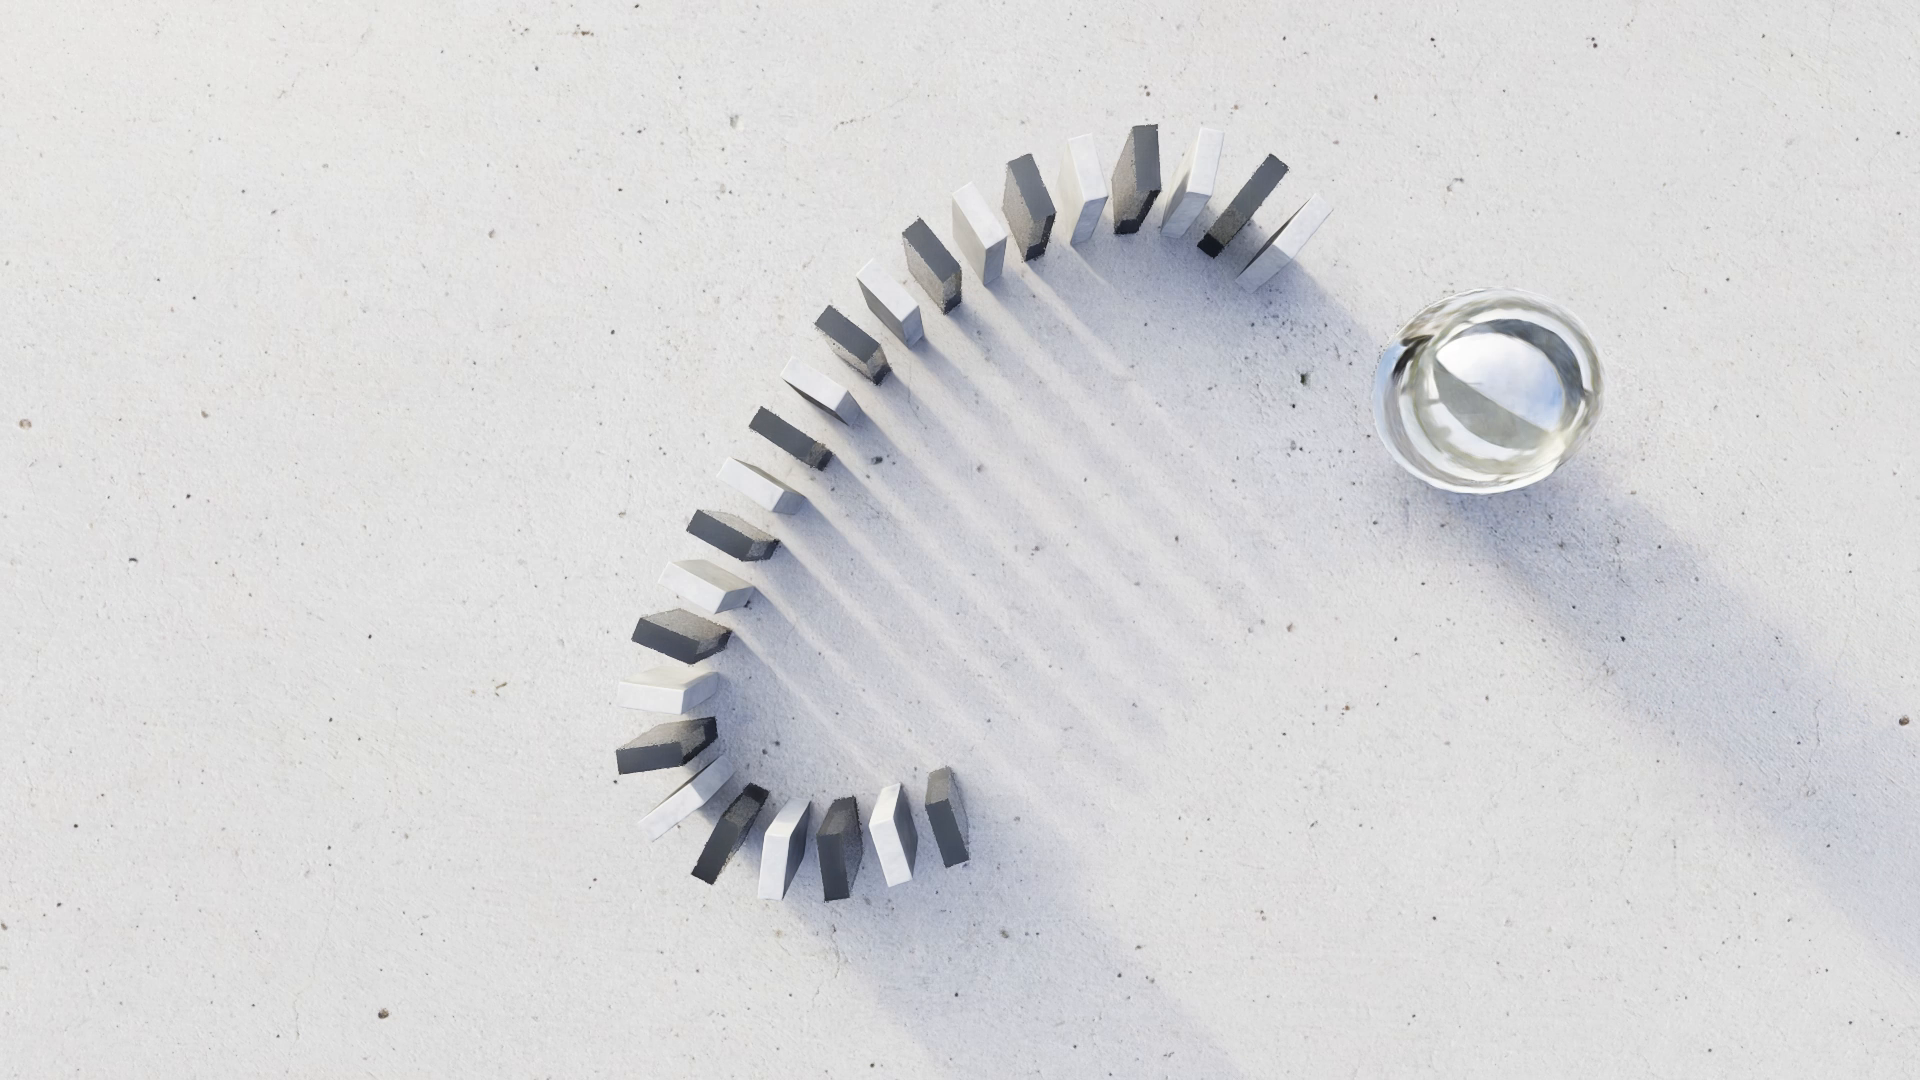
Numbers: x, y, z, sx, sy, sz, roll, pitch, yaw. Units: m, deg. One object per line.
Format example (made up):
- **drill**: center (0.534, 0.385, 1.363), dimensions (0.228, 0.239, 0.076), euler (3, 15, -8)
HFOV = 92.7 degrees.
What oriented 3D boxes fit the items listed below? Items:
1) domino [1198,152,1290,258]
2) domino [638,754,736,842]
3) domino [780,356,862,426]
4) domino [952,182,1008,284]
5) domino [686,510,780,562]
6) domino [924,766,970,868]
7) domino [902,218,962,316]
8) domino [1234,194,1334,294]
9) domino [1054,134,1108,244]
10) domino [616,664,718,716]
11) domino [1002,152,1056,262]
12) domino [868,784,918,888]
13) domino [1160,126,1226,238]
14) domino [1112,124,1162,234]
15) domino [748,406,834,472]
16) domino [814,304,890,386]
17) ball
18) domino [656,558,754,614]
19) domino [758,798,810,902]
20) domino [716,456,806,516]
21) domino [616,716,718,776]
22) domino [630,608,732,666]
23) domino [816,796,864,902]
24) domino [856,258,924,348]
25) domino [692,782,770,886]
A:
- **domino**: center (0.115, -0.135, 0.375), dimensions (0.010, 0.050, 0.025), euler (38, 90, 0)
- **domino**: center (-0.110, 0.104, 0.375), dimensions (0.025, 0.050, 0.010), euler (-37, 90, 0)
- **domino**: center (-0.056, -0.060, 0.375), dimensions (0.025, 0.050, 0.010), euler (32, 90, 0)
- **domino**: center (0.008, -0.124, 0.375), dimensions (0.009, 0.050, 0.025), euler (-32, 90, 0)
- **domino**: center (-0.092, -0.002, 0.375), dimensions (0.025, 0.050, 0.009), euler (29, 90, 0)
- **domino**: center (-0.005, 0.112, 0.375), dimensions (0.010, 0.050, 0.025), euler (-19, 90, 0)
- **domino**: center (-0.011, -0.111, 0.375), dimensions (0.009, 0.050, 0.025), euler (-39, 90, 0)
- **domino**: center (0.131, -0.120, 0.375), dimensions (0.010, 0.050, 0.025), euler (40, 90, 0)
- **domino**: center (0.049, -0.142, 0.375), dimensions (0.009, 0.050, 0.025), euler (-15, 90, 0)
- **domino**: center (-0.118, 0.061, 0.375), dimensions (0.025, 0.050, 0.009), euler (8, 90, 0)
- **domino**: center (0.028, -0.135, 0.375), dimensions (0.009, 0.050, 0.025), euler (-23, 90, 0)
- **domino**: center (-0.026, 0.119, 0.375), dimensions (0.010, 0.050, 0.025), euler (-18, 90, 0)
- **domino**: center (0.094, -0.145, 0.375), dimensions (0.009, 0.050, 0.025), euler (12, 90, 0)
- **domino**: center (0.072, -0.146, 0.375), dimensions (0.009, 0.050, 0.025), euler (-3, 90, 0)
- **domino**: center (-0.068, -0.041, 0.375), dimensions (0.025, 0.050, 0.010), euler (33, 90, 0)
- **domino**: center (-0.043, -0.079, 0.375), dimensions (0.025, 0.050, 0.010), euler (38, 90, 0)
- **ball**: center (0.205, -0.058, 0.360), dimensions (0.080, 0.080, 0.080), euler (0, 90, 0)
- **domino**: center (-0.103, 0.018, 0.375), dimensions (0.025, 0.050, 0.010), euler (28, 90, 0)
- **domino**: center (-0.071, 0.125, 0.375), dimensions (0.009, 0.050, 0.025), euler (7, 90, 0)
- **domino**: center (-0.080, -0.021, 0.375), dimensions (0.025, 0.050, 0.010), euler (32, 90, 0)
- **domino**: center (-0.119, 0.083, 0.375), dimensions (0.025, 0.050, 0.009), euler (-8, 90, 0)
- **domino**: center (-0.113, 0.039, 0.375), dimensions (0.025, 0.050, 0.010), euler (22, 90, 0)
- **domino**: center (-0.049, 0.125, 0.375), dimensions (0.009, 0.050, 0.025), euler (-8, 90, 0)
- **domino**: center (-0.028, -0.096, 0.375), dimensions (0.009, 0.050, 0.025), euler (-45, 90, 0)
- **domino**: center (-0.093, 0.119, 0.375), dimensions (0.009, 0.050, 0.025), euler (28, 90, 0)
